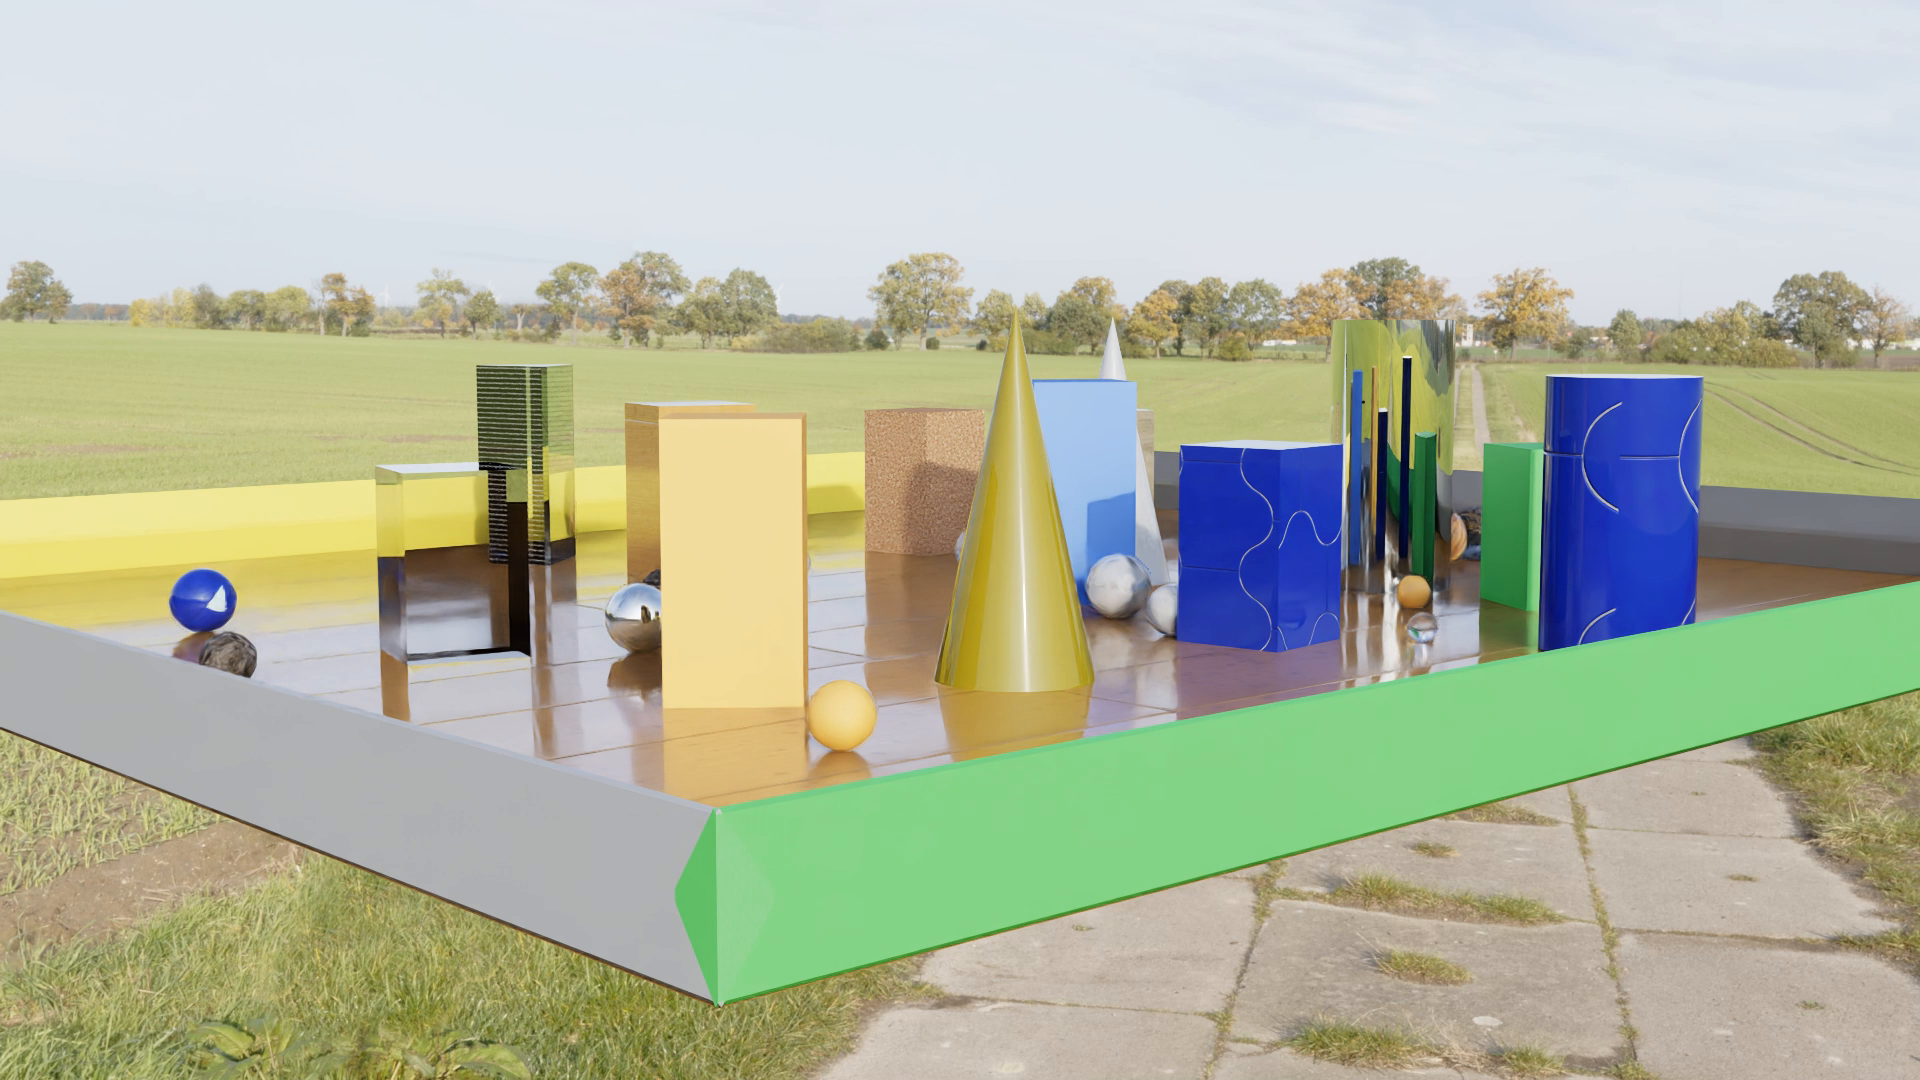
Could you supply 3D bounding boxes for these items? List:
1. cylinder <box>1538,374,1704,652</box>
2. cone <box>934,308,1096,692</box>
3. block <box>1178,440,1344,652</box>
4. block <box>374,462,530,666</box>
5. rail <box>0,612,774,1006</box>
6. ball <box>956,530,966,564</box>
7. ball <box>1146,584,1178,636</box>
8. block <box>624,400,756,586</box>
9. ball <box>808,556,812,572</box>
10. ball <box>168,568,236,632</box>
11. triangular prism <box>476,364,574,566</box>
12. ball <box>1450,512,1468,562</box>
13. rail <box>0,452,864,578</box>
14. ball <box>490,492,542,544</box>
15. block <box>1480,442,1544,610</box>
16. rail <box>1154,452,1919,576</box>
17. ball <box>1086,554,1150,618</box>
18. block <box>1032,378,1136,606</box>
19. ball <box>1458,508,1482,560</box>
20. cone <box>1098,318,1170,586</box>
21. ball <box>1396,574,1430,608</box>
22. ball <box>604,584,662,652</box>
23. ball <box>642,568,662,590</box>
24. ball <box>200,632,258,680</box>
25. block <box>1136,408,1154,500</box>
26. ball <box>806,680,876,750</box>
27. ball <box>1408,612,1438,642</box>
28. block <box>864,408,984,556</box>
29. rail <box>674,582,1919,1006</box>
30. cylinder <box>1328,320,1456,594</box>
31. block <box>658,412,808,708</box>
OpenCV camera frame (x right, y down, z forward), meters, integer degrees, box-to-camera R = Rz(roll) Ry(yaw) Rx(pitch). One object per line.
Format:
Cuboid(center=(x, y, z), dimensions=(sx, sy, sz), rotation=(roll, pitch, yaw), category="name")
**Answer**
Cuboid(center=(0.860, -0.034, 2.867), dimensions=(0.197, 0.360, 0.197), rotation=(0, 6, 0), category="cylinder")
Cuboid(center=(0.066, -0.056, 2.647), dimensions=(0.197, 0.450, 0.197), rotation=(0, 6, 0), category="cone")
Cuboid(center=(0.405, 0.004, 2.966), dimensions=(0.158, 0.265, 0.158), rotation=(5, 8, 40), category="block")
Cuboid(center=(-0.660, 0.027, 2.855), dimensions=(0.158, 0.242, 0.158), rotation=(-3, 7, -27), category="block")
Cuboid(center=(-1.034, 0.132, 2.383), dimensions=(0.045, 0.128, 2.645), rotation=(-5, 8, -42), category="rail")
Cuboid(center=(0.036, 0.017, 3.692), dimensions=(0.088, 0.088, 0.088), rotation=(0, 6, 0), category="ball")
Cuboid(center=(0.291, 0.096, 3.018), dimensions=(0.071, 0.071, 0.071), rotation=(0, 6, 0), category="ball")
Cuboid(center=(-0.422, -0.064, 3.448), dimensions=(0.158, 0.300, 0.158), rotation=(-3, 7, -27), category="block")
Cuboid(center=(-0.272, 0.040, 3.665), dimensions=(0.048, 0.048, 0.048), rotation=(0, 6, 0), category="ball")
Cuboid(center=(-1.049, 0.083, 3.049), dimensions=(0.089, 0.089, 0.089), rotation=(0, 6, 0), category="ball")
Cuboid(center=(-0.748, -0.140, 3.941), dimensions=(0.171, 0.347, 0.148), rotation=(4, 7, 35), category="triangular prism")
Cuboid(center=(0.839, -0.005, 3.854), dimensions=(0.098, 0.098, 0.098), rotation=(0, 6, 0), category="ball")
Cuboid(center=(-0.881, -0.066, 4.281), dimensions=(2.862, 0.128, 0.045), rotation=(-5, 8, -42), category="rail")
Cuboid(center=(-0.852, -0.043, 4.214), dimensions=(0.098, 0.098, 0.098), rotation=(0, 6, 0), category="ball")
Cuboid(center=(0.902, -0.024, 3.347), dimensions=(0.158, 0.240, 0.158), rotation=(-1, 6, -12), category="block")
Cuboid(center=(1.034, -0.066, 4.281), dimensions=(0.045, 0.128, 2.645), rotation=(-5, 8, -42), category="rail")
Cuboid(center=(0.229, 0.067, 3.180), dimensions=(0.094, 0.094, 0.094), rotation=(0, 6, 0), category="ball")
Cuboid(center=(0.174, -0.076, 3.378), dimensions=(0.158, 0.337, 0.158), rotation=(-1, 6, -10), category="block")
Cuboid(center=(0.921, -0.011, 3.928), dimensions=(0.094, 0.094, 0.094), rotation=(0, 6, 0), category="ball")
Cuboid(center=(0.249, -0.150, 3.615), dimensions=(0.197, 0.435, 0.197), rotation=(0, 6, 0), category="cone")
Cuboid(center=(0.678, 0.077, 3.291), dimensions=(0.051, 0.051, 0.051), rotation=(0, 6, 0), category="ball")
Cuboid(center=(-0.418, 0.102, 2.866), dimensions=(0.090, 0.090, 0.090), rotation=(0, 6, 0), category="ball")
Cuboid(center=(-0.440, 0.074, 3.257), dimensions=(0.064, 0.064, 0.064), rotation=(0, 6, 0), category="ball")
Cuboid(center=(-0.867, 0.142, 2.606), dimensions=(0.066, 0.066, 0.066), rotation=(0, 6, 0), category="ball")
Cuboid(center=(0.269, -0.126, 4.262), dimensions=(0.158, 0.254, 0.158), rotation=(-2, 6, -22), category="block")
Cuboid(center=(-0.120, 0.178, 2.231), dimensions=(0.072, 0.072, 0.072), rotation=(0, 6, 0), category="ball")
Cuboid(center=(0.622, 0.118, 2.954), dimensions=(0.040, 0.040, 0.040), rotation=(0, 6, 0), category="ball")
Cuboid(center=(-0.066, -0.111, 4.087), dimensions=(0.158, 0.261, 0.158), rotation=(5, 8, 42), category="block")
Cuboid(center=(0.881, 0.132, 2.383), dimensions=(2.862, 0.128, 0.045), rotation=(-5, 8, -42), category="rail")
Cuboid(center=(0.693, -0.139, 3.541), dimensions=(0.197, 0.430, 0.197), rotation=(0, 6, 0), category="cylinder")
Cuboid(center=(-0.257, 0.019, 2.534), dimensions=(0.158, 0.324, 0.158), rotation=(0, 6, -2), category="block")
